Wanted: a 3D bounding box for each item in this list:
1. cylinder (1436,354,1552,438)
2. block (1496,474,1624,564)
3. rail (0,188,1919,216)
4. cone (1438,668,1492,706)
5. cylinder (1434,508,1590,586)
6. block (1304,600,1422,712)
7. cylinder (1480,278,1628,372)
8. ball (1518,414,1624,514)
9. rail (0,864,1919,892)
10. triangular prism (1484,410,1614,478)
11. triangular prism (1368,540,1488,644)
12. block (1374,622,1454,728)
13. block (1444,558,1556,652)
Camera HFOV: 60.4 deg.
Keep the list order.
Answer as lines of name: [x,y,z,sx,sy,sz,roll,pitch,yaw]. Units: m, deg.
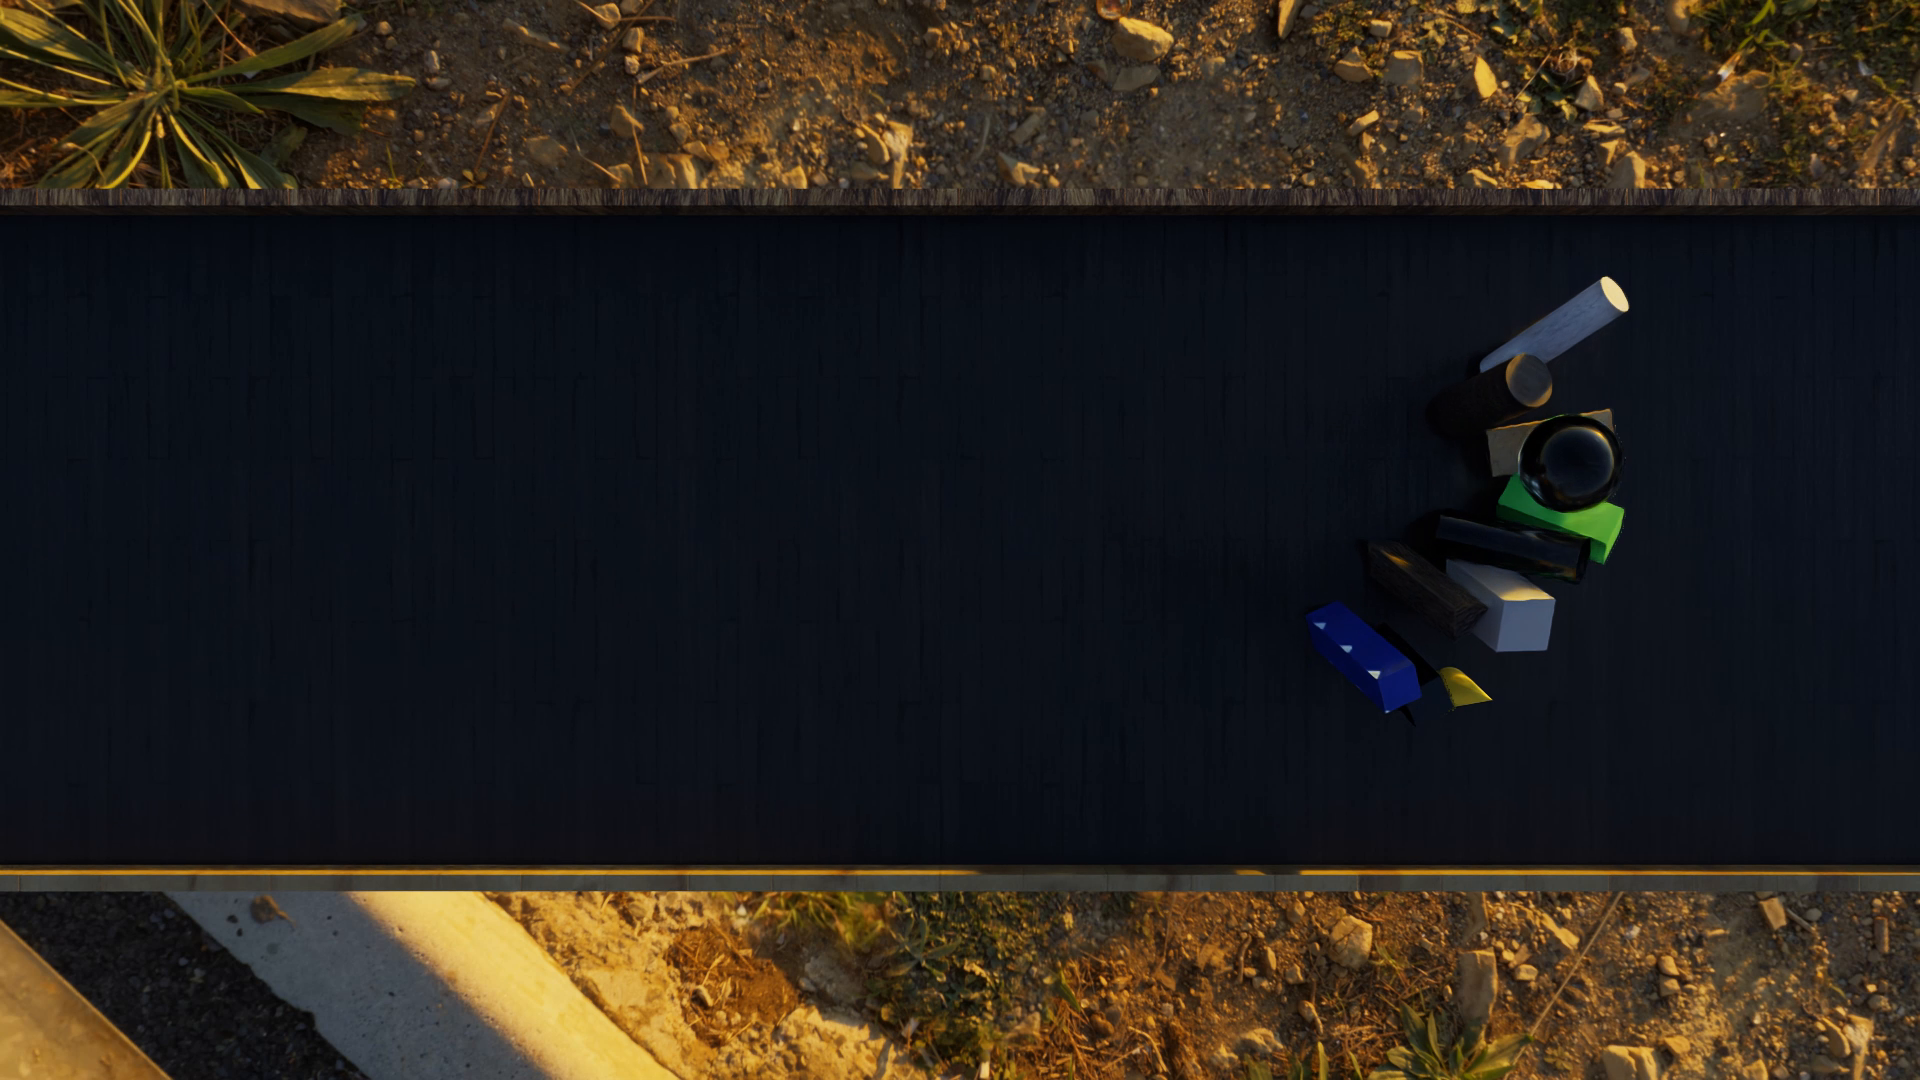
cylinder: [1.580,-0.423,4.890,0.160,0.337,0.160,4,76,-18]
block: [1.790,-0.070,4.929,0.331,0.129,0.129,24,70,27]
rail: [-2.247,-1.025,5.002,12.000,0.150,0.050,0,90,0]
cone: [1.507,0.453,4.871,0.125,0.411,0.125,0,90,0]
cylinder: [1.640,0.018,4.906,0.418,0.141,0.141,15,90,32]
block: [1.178,0.336,4.843,0.116,0.453,0.116,-23,116,-6]
cylinder: [1.753,-0.604,4.883,0.118,0.118,0.442,52,133,0]
ball: [1.766,-0.221,4.776,0.288,0.288,0.288,0,90,0]
rail: [-2.247,1.025,5.001,12.000,0.150,0.050,0,90,0]
triangular prism: [1.762,-0.312,4.940,0.356,0.146,0.126,-9,132,11]
triangular prism: [1.386,0.127,4.892,0.119,0.400,0.138,-25,127,-13]
block: [1.307,0.397,4.893,0.123,0.348,0.123,-30,117,0]
block: [1.581,0.186,4.869,0.158,0.362,0.158,-1,109,-10]
